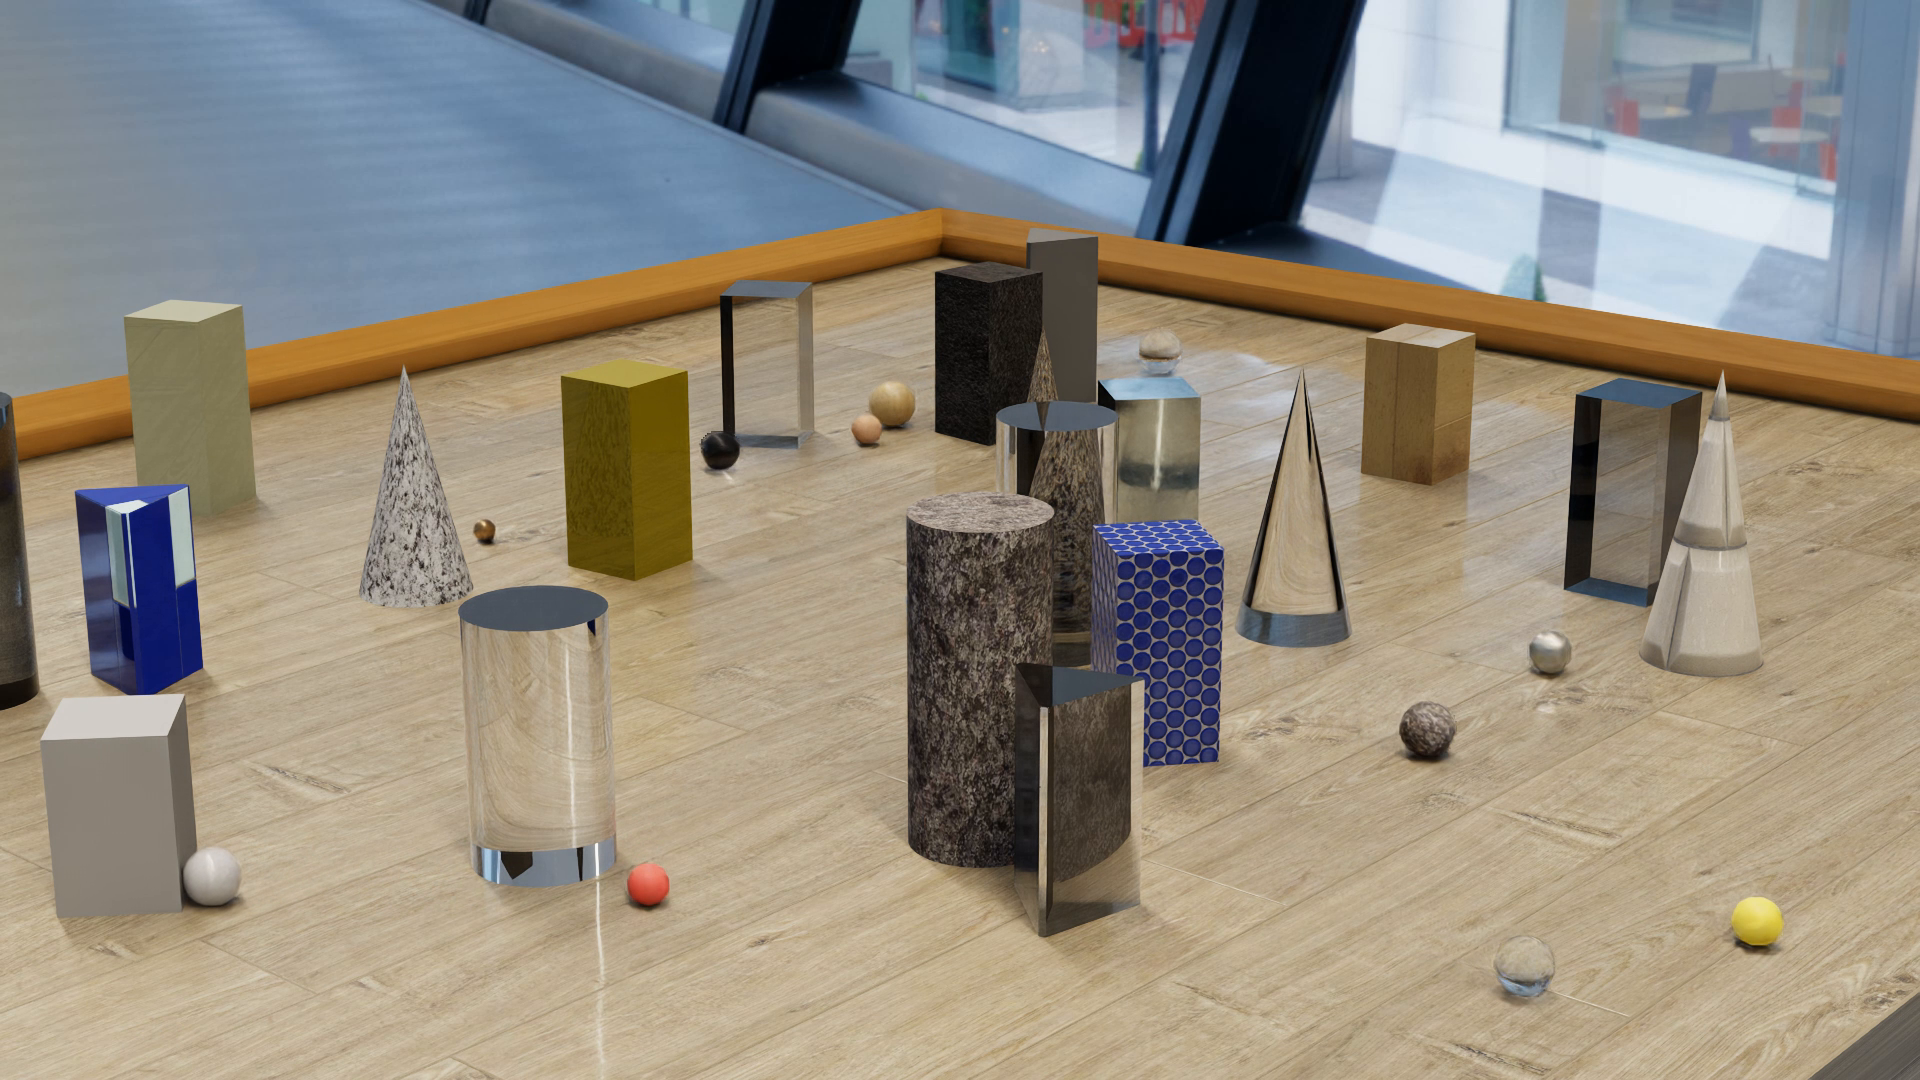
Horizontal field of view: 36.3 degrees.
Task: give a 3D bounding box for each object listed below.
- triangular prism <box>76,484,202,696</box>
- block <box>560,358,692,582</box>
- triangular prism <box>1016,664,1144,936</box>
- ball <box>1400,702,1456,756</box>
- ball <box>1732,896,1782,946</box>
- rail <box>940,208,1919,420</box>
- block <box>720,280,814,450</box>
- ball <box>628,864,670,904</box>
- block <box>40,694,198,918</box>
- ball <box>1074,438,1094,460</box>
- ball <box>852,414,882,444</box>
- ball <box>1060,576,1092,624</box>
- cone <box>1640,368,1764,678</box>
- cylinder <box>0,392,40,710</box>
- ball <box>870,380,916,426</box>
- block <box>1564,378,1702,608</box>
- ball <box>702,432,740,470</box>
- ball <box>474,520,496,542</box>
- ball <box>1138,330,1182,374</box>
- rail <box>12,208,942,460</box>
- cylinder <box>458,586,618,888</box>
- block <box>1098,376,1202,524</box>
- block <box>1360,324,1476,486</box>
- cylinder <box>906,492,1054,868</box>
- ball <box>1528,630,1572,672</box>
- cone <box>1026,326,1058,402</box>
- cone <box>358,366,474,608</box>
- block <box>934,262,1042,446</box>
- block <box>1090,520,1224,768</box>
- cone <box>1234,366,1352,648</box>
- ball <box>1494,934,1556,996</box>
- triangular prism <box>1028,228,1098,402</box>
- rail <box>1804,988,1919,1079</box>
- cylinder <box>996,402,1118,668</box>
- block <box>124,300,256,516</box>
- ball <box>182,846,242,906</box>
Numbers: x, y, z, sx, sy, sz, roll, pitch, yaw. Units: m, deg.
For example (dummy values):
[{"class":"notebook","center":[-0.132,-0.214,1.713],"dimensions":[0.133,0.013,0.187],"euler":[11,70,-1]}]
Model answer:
[{"class":"triangular prism","center":[-1.289,0.073,4.680],"dimensions":[0.149,0.307,0.172],"euler":[-14,22,-39]},{"class":"block","center":[-0.597,-0.128,5.267],"dimensions":[0.159,0.354,0.159],"euler":[11,20,33]},{"class":"triangular prism","center":[0.124,0.327,3.825],"dimensions":[0.172,0.313,0.149],"euler":[-13,21,-38]},{"class":"ball","center":[0.697,0.282,4.377],"dimensions":[0.082,0.082,0.082],"euler":[0,17,0]},{"class":"ball","center":[1.015,0.486,3.734],"dimensions":[0.063,0.063,0.063],"euler":[0,17,0]},{"class":"rail","center":[1.473,-0.457,6.745],"dimensions":[4.084,0.129,0.045],"euler":[14,22,39]},{"class":"block","center":[-0.401,-0.367,6.120],"dimensions":[0.159,0.320,0.159],"euler":[3,17,9]},{"class":"ball","center":[-0.410,0.453,3.857],"dimensions":[0.055,0.055,0.055],"euler":[0,17,0]},{"class":"block","center":[-1.106,0.349,3.869],"dimensions":[0.159,0.247,0.159],"euler":[-2,17,-6]},{"class":"ball","center":[0.254,-0.186,5.999],"dimensions":[0.042,0.042,0.042],"euler":[0,17,0]},{"class":"ball","center":[-0.195,-0.231,6.112],"dimensions":[0.063,0.063,0.063],"euler":[0,17,0]},{"class":"ball","center":[0.212,0.102,4.972],"dimensions":[0.083,0.083,0.083],"euler":[0,17,0]},{"class":"cone","center":[1.217,-0.040,4.746],"dimensions":[0.199,0.486,0.199],"euler":[0,17,0]},{"class":"cylinder","center":[-1.561,0.018,4.575],"dimensions":[0.199,0.474,0.199],"euler":[0,17,0]},{"class":"ball","center":[-0.143,-0.290,6.249],"dimensions":[0.098,0.098,0.098],"euler":[0,17,0]},{"class":"block","center":[1.175,-0.085,5.123],"dimensions":[0.159,0.354,0.159],"euler":[13,21,38]},{"class":"ball","center":[-0.483,-0.179,5.916],"dimensions":[0.077,0.077,0.077],"euler":[0,17,0]},{"class":"ball","center":[-0.881,-0.017,5.440],"dimensions":[0.041,0.041,0.041],"euler":[0,17,0]},{"class":"ball","center":[0.459,-0.431,6.712],"dimensions":[0.100,0.100,0.100],"euler":[0,17,0]},{"class":"rail","center":[-1.524,-0.349,6.387],"dimensions":[0.045,0.129,4.542],"euler":[14,22,39]},{"class":"cylinder","center":[-0.568,0.263,3.958],"dimensions":[0.199,0.360,0.199],"euler":[0,17,0]},{"class":"block","center":[0.347,-0.142,5.432],"dimensions":[0.159,0.286,0.159],"euler":[-3,17,-8]},{"class":"block","center":[0.918,-0.273,5.876],"dimensions":[0.159,0.280,0.159],"euler":[12,21,35]},{"class":"cylinder","center":[0.027,0.189,4.005],"dimensions":[0.199,0.474,0.199],"euler":[0,17,0]},{"class":"ball","center":[0.954,0.180,4.738],"dimensions":[0.069,0.069,0.069],"euler":[0,17,0]},{"class":"cone","center":[0.141,-0.128,5.022],"dimensions":[0.199,0.496,0.199],"euler":[0,17,0]},{"class":"cone","center":[-0.957,-0.108,5.103],"dimensions":[0.199,0.410,0.199],"euler":[0,17,0]},{"class":"block","center":[0.060,-0.394,6.162],"dimensions":[0.159,0.346,0.159],"euler":[-16,23,-42]},{"class":"block","center":[0.292,0.154,4.373],"dimensions":[0.159,0.330,0.159],"euler":[-3,17,-10]},{"class":"cone","center":[0.564,-0.070,4.891],"dimensions":[0.199,0.460,0.199],"euler":[0,17,0]},{"class":"ball","center":[0.692,0.521,3.594],"dimensions":[0.075,0.075,0.075],"euler":[0,17,0]},{"class":"triangular prism","center":[0.192,-0.492,6.449],"dimensions":[0.172,0.369,0.149],"euler":[-8,18,-25]},{"class":"rail","center":[1.524,0.414,3.853],"dimensions":[0.045,0.129,4.542],"euler":[14,22,39]},{"class":"cylinder","center":[0.157,-0.011,4.803],"dimensions":[0.199,0.397,0.199],"euler":[0,17,0]},{"class":"block","center":[-1.480,-0.255,5.644],"dimensions":[0.159,0.380,0.159],"euler":[5,18,17]},{"class":"ball","center":[-0.983,0.442,3.855],"dimensions":[0.077,0.077,0.077],"euler":[0,17,0]}]
